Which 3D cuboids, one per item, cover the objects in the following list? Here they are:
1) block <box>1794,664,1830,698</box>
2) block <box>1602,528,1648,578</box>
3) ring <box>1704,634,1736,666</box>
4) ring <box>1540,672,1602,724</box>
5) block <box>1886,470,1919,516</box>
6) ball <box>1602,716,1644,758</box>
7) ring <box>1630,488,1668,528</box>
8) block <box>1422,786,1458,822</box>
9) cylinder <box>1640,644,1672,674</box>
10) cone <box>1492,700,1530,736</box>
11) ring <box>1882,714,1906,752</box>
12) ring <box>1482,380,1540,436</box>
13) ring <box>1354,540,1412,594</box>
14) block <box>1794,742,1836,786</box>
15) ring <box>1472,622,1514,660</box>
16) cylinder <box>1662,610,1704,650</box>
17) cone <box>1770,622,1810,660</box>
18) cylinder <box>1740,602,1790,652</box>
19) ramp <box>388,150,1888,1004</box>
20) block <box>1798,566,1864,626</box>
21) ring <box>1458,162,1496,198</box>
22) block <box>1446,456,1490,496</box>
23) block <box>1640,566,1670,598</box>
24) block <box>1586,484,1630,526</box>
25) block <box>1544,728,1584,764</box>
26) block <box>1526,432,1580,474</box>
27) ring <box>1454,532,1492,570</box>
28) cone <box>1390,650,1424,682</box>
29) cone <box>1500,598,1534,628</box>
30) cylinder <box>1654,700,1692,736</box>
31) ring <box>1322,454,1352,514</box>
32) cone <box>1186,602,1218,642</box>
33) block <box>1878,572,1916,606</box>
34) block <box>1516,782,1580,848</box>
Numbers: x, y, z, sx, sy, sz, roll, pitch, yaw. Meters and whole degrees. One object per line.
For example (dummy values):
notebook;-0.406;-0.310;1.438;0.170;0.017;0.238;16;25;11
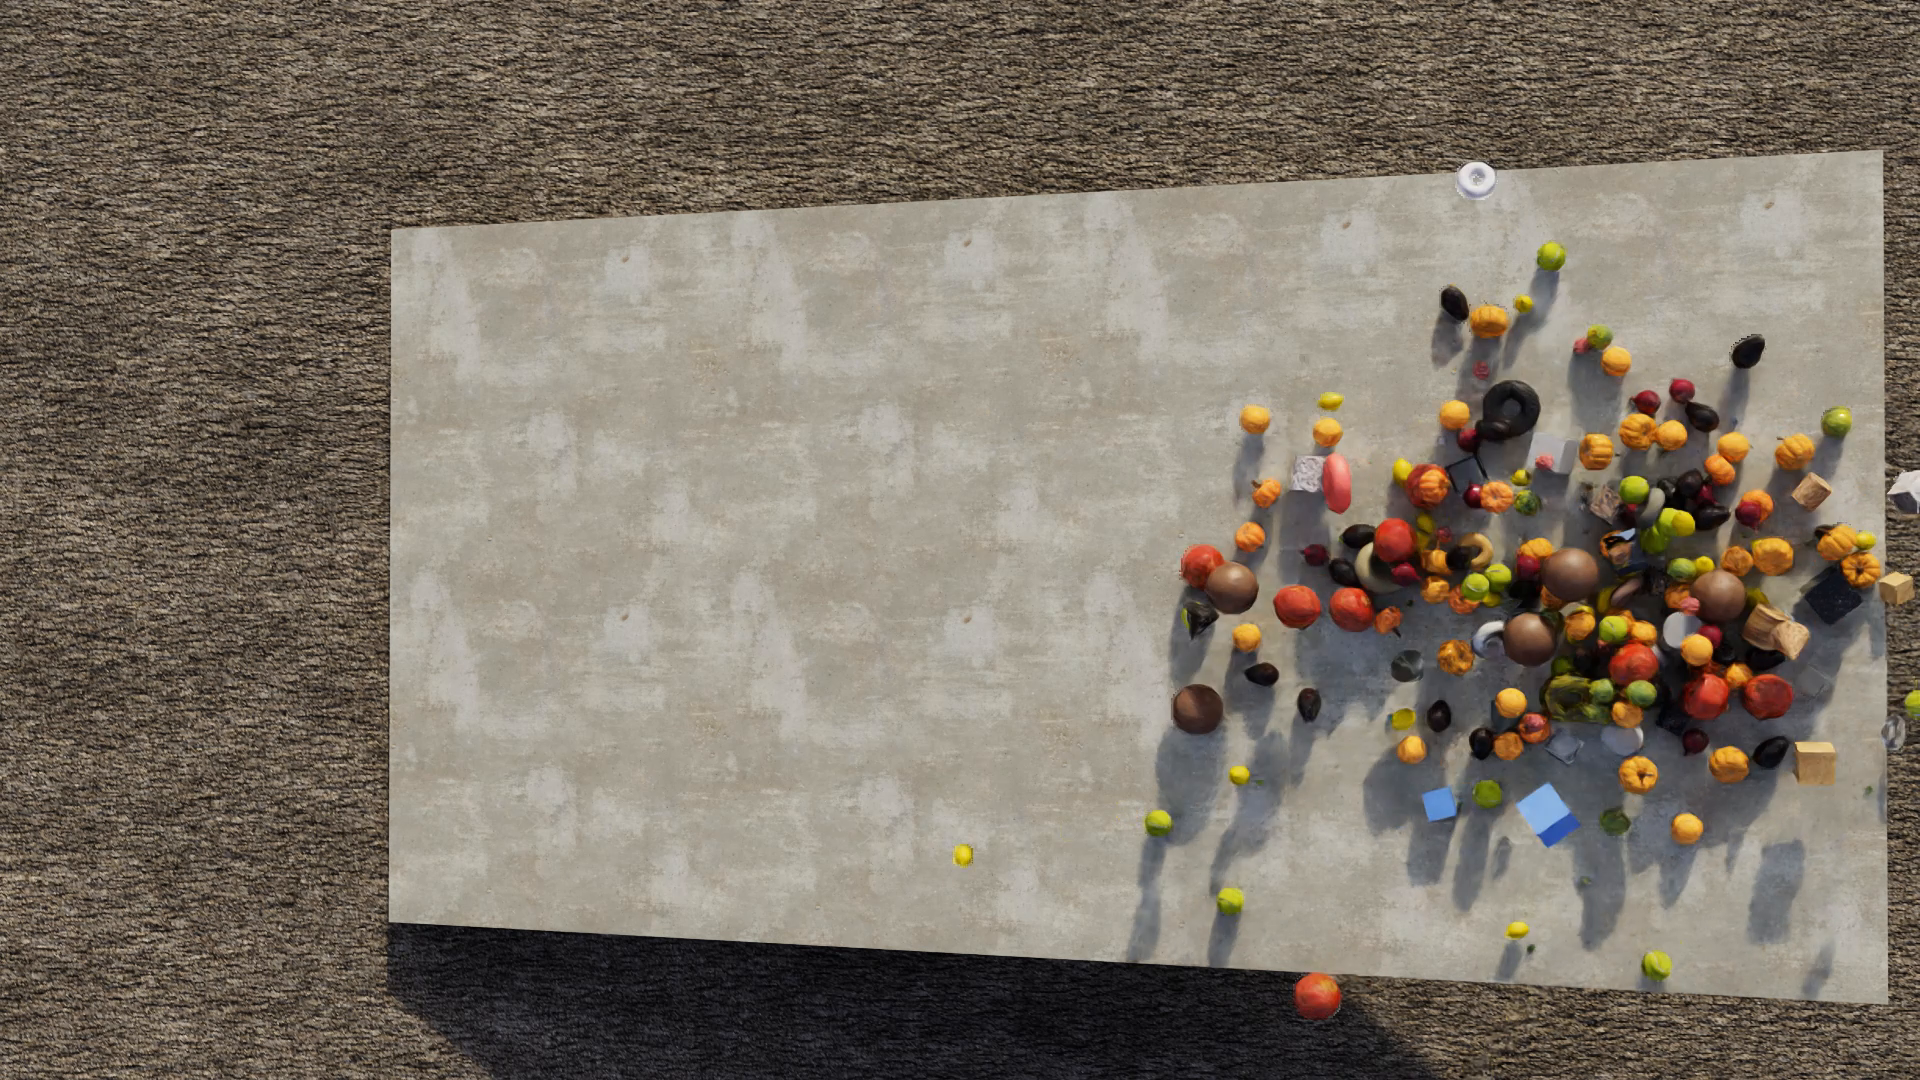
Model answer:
block;1.994;0.330;5.150;0.054;0.054;0.054;40;107;21
block;1.581;0.031;5.222;0.075;0.075;0.075;-21;106;16
ring;1.799;0.260;5.207;0.086;0.029;0.086;13;46;-14
ring;1.473;0.379;5.303;0.148;0.049;0.148;6;126;8
block;2.419;-0.120;5.572;0.077;0.077;0.077;44;73;-12
ball;1.584;0.471;5.260;0.098;0.098;0.098;0;89;0
ring;1.635;-0.075;5.214;0.036;0.107;0.107;30;89;-13
block;1.182;0.650;5.416;0.066;0.066;0.066;-16;84;17
cylinder;1.671;0.285;5.272;0.053;0.053;0.053;38;89;16
cone;1.353;0.425;5.369;0.088;0.088;0.088;-14;89;6
ring;2.092;0.432;4.926;0.083;0.028;0.083;-5;98;-41
ring;1.350;-0.323;5.387;0.139;0.046;0.139;0;90;19
ring;1.050;0.068;5.460;0.140;0.047;0.140;-1;75;4
block;1.973;0.515;5.076;0.079;0.079;0.079;-1;104;13
ring;1.301;0.245;5.370;0.109;0.036;0.109;-9;129;-12
cylinder;1.721;0.215;5.237;0.092;0.092;0.092;0;89;18
cone;1.909;0.250;5.047;0.089;0.089;0.089;7;127;9
cylinder;1.890;0.204;5.165;0.083;0.083;0.083;21;113;0
ramp;0.275;0.093;5.798;4.000;0.100;2.000;0;89;18
block;2.032;0.130;5.133;0.093;0.093;0.093;-39;87;13
ring;1.199;-0.835;5.102;0.089;0.030;0.089;-1;77;4
block;1.246;-0.157;5.394;0.076;0.076;0.076;-24;80;21
block;1.665;0.100;5.266;0.053;0.053;0.053;14;116;24
block;1.561;-0.083;5.299;0.071;0.071;0.071;35;95;12
block;1.463;0.499;5.325;0.064;0.064;0.064;36;100;23
block;1.435;-0.210;5.324;0.083;0.083;0.083;17;98;37
ring;1.265;0.029;5.416;0.094;0.031;0.094;0;91;22
cone;1.113;0.326;5.384;0.088;0.088;0.088;-20;52;27
cone;1.349;0.163;5.386;0.080;0.080;0.080;34;89;43
cylinder;1.705;0.425;5.254;0.065;0.065;0.065;27;90;0
ring;0.930;-0.140;5.425;0.050;0.150;0.150;-6;89;-2
cone;0.573;0.209;5.332;0.085;0.085;0.085;18;110;0
block;2.179;0.114;5.116;0.052;0.052;0.052;-23;111;-17
block;1.366;0.639;5.108;0.092;0.092;0.092;-37;51;8
